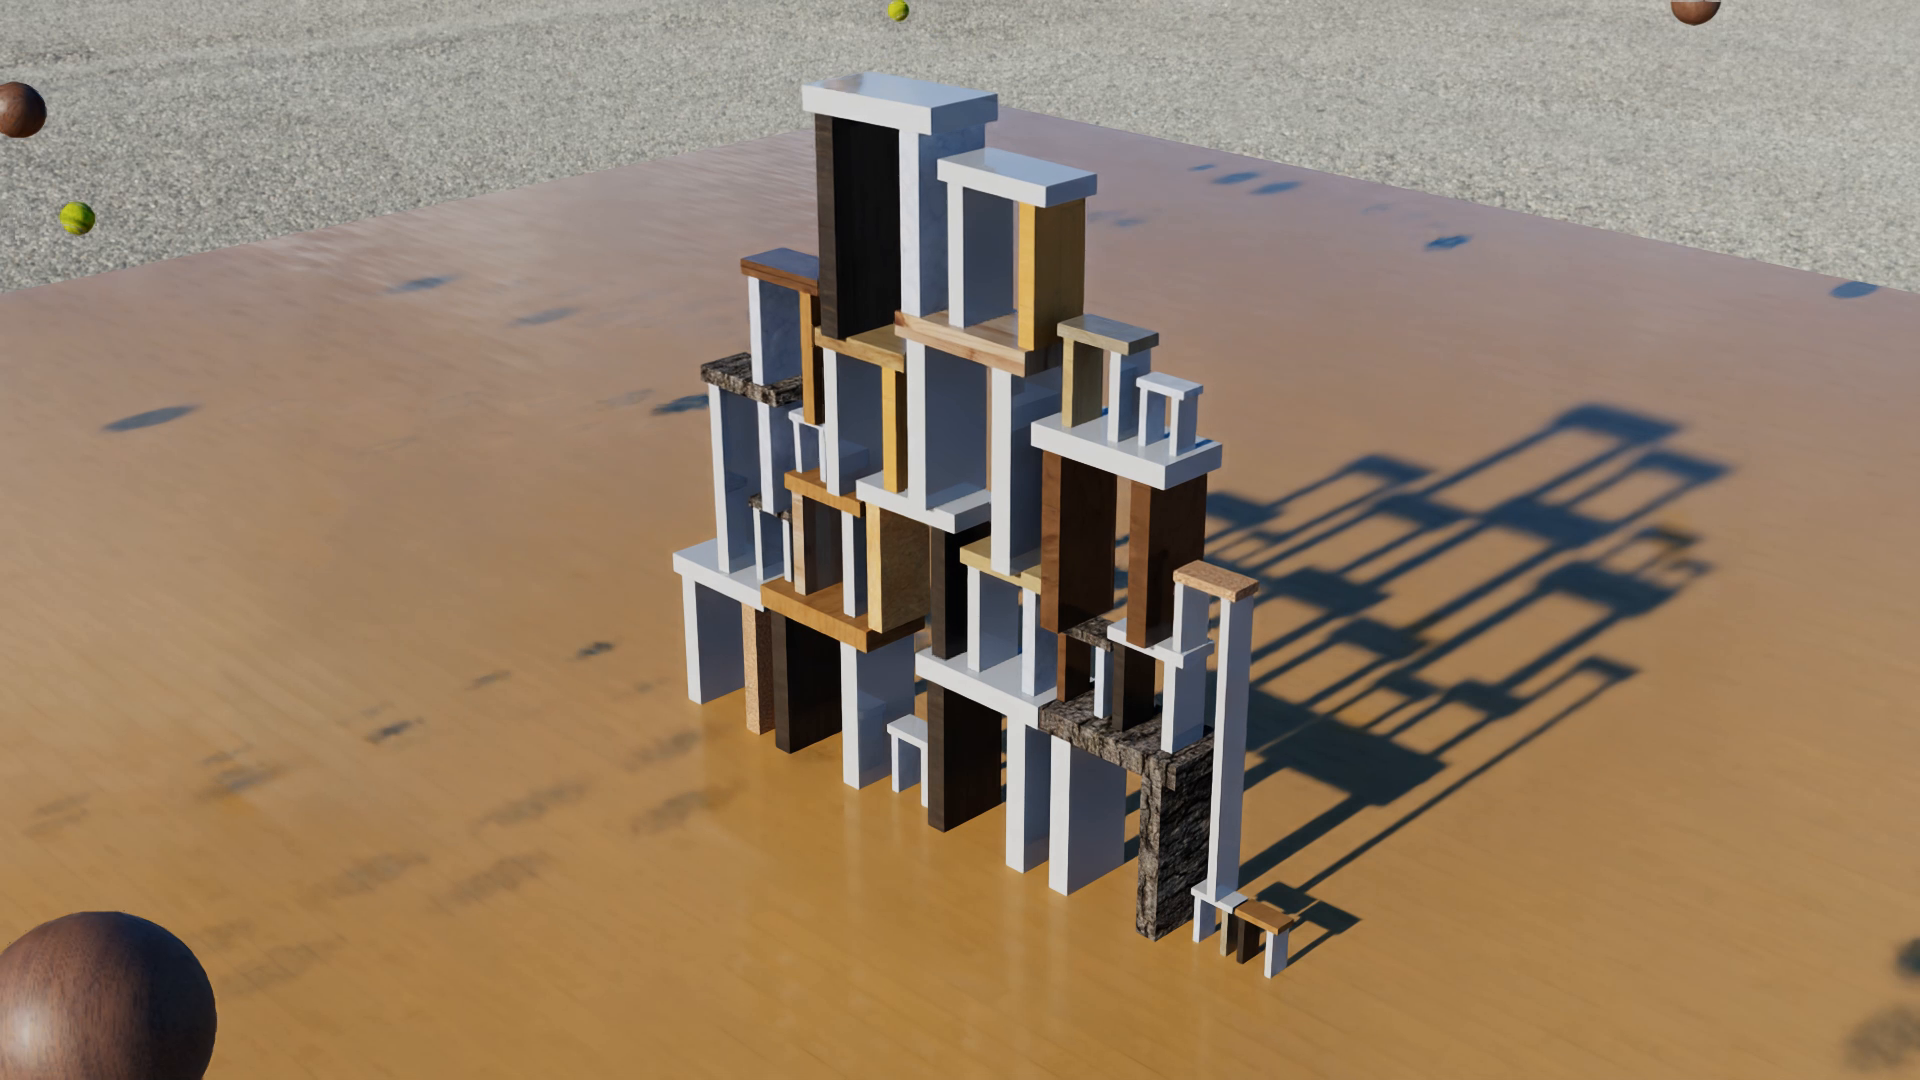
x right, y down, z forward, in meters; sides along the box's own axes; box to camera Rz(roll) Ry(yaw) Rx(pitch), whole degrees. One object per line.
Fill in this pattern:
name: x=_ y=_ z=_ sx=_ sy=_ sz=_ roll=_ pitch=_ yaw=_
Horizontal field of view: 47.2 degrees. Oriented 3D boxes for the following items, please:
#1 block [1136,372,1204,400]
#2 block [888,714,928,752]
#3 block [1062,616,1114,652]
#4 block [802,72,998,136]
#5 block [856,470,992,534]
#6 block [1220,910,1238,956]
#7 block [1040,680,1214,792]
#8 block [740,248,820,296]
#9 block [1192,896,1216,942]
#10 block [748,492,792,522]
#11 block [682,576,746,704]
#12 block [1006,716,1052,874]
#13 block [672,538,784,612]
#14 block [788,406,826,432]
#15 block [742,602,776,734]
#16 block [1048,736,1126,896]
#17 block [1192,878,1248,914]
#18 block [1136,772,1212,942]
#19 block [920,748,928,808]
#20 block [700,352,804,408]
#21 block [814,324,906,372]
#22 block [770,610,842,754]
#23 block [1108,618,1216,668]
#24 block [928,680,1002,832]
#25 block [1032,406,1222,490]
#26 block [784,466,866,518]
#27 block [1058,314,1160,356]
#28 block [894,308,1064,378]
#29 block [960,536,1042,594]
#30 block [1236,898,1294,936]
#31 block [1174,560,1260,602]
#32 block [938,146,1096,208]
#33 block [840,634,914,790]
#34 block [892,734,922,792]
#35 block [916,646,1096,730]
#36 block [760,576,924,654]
block: x=0.355 y=-0.262 z=3.729 sx=0.103 sy=0.015 sz=0.052 roll=21 pitch=31 yaw=40
block: x=-0.080 y=0.394 z=4.477 sx=0.130 sy=0.018 sz=0.065 roll=21 pitch=31 yaw=41
block: x=0.245 y=0.164 z=4.031 sx=0.140 sy=0.020 sz=0.070 roll=21 pitch=31 yaw=40
block: x=-0.112 y=-0.797 z=4.001 sx=0.338 sy=0.048 sz=0.169 roll=20 pitch=30 yaw=41
block: x=-0.059 y=-0.083 z=4.256 sx=0.271 sy=0.038 sz=0.135 roll=20 pitch=30 yaw=41
block: x=0.493 y=0.703 z=3.983 sx=0.013 sy=0.095 sz=0.047 roll=21 pitch=31 yaw=41
block: x=0.321 y=0.354 z=4.029 sx=0.328 sy=0.046 sz=0.164 roll=21 pitch=31 yaw=41
block: x=-0.316 y=-0.531 z=4.343 sx=0.224 sy=0.032 sz=0.112 roll=21 pitch=31 yaw=40
block: x=0.448 y=0.686 z=4.024 sx=0.013 sy=0.095 sz=0.047 roll=21 pitch=31 yaw=41
block: x=-0.372 y=-0.073 z=4.604 sx=0.069 sy=0.020 sz=0.138 roll=-22 pitch=31 yaw=-40
block: x=-0.538 y=0.201 z=4.899 sx=0.043 sy=0.303 sz=0.152 roll=21 pitch=31 yaw=41
block: x=0.163 y=0.465 z=4.247 sx=0.163 sy=0.326 sz=0.046 roll=-21 pitch=31 yaw=-41
block: x=-0.467 y=0.069 z=4.766 sx=0.303 sy=0.043 sz=0.152 roll=21 pitch=31 yaw=41
block: x=-0.286 y=-0.245 z=4.423 sx=0.111 sy=0.016 sz=0.055 roll=20 pitch=30 yaw=38
block: x=-0.395 y=0.257 z=4.768 sx=0.043 sy=0.303 sz=0.152 roll=21 pitch=31 yaw=41
block: x=0.244 y=0.496 z=4.173 sx=0.046 sy=0.328 sz=0.164 roll=21 pitch=31 yaw=41
block: x=0.471 y=0.645 z=3.983 sx=0.047 sy=0.013 sz=0.094 roll=-21 pitch=31 yaw=-41
block: x=0.398 y=0.556 z=4.031 sx=0.046 sy=0.328 sz=0.164 roll=21 pitch=31 yaw=41
block: x=-0.049 y=0.474 z=4.478 sx=0.018 sy=0.130 sz=0.065 roll=21 pitch=31 yaw=41
block: x=-0.413 y=-0.332 z=4.533 sx=0.120 sy=0.034 sz=0.239 roll=-22 pitch=31 yaw=-40
block: x=-0.149 y=-0.379 z=4.222 sx=0.125 sy=0.035 sz=0.250 roll=-22 pitch=31 yaw=-40
block: x=-0.321 y=0.278 z=4.689 sx=0.046 sy=0.325 sz=0.162 roll=21 pitch=31 yaw=41
block: x=0.357 y=0.177 z=3.908 sx=0.175 sy=0.025 sz=0.087 roll=21 pitch=31 yaw=41
block: x=0.010 y=0.405 z=4.388 sx=0.046 sy=0.326 sz=0.163 roll=21 pitch=31 yaw=41
block: x=0.289 y=-0.167 z=3.845 sx=0.307 sy=0.043 sz=0.153 roll=21 pitch=31 yaw=41
block: x=-0.238 y=-0.106 z=4.441 sx=0.226 sy=0.032 sz=0.113 roll=21 pitch=31 yaw=40
block: x=0.255 y=-0.355 z=3.790 sx=0.161 sy=0.023 sz=0.081 roll=21 pitch=31 yaw=40
block: x=0.054 y=-0.376 z=3.995 sx=0.329 sy=0.047 sz=0.164 roll=22 pitch=32 yaw=40
block: x=0.114 y=0.043 z=4.116 sx=0.108 sy=0.030 sz=0.215 roll=-21 pitch=30 yaw=-40
block: x=0.542 y=0.671 z=3.919 sx=0.095 sy=0.013 sz=0.047 roll=21 pitch=31 yaw=41
block: x=0.439 y=0.070 z=3.765 sx=0.132 sy=0.019 sz=0.066 roll=20 pitch=30 yaw=39
block: x=0.098 y=-0.634 z=3.833 sx=0.259 sy=0.037 sz=0.130 roll=22 pitch=32 yaw=40
block: x=-0.168 y=0.338 z=4.548 sx=0.162 sy=0.325 sz=0.046 roll=-21 pitch=31 yaw=-41
block: x=-0.110 y=0.450 z=4.534 sx=0.018 sy=0.130 sz=0.065 roll=21 pitch=31 yaw=41
block: x=0.086 y=0.264 z=4.245 sx=0.326 sy=0.046 sz=0.163 roll=21 pitch=31 yaw=41
block: x=-0.244 y=0.137 z=4.546 sx=0.325 sy=0.046 sz=0.162 roll=22 pitch=31 yaw=40
